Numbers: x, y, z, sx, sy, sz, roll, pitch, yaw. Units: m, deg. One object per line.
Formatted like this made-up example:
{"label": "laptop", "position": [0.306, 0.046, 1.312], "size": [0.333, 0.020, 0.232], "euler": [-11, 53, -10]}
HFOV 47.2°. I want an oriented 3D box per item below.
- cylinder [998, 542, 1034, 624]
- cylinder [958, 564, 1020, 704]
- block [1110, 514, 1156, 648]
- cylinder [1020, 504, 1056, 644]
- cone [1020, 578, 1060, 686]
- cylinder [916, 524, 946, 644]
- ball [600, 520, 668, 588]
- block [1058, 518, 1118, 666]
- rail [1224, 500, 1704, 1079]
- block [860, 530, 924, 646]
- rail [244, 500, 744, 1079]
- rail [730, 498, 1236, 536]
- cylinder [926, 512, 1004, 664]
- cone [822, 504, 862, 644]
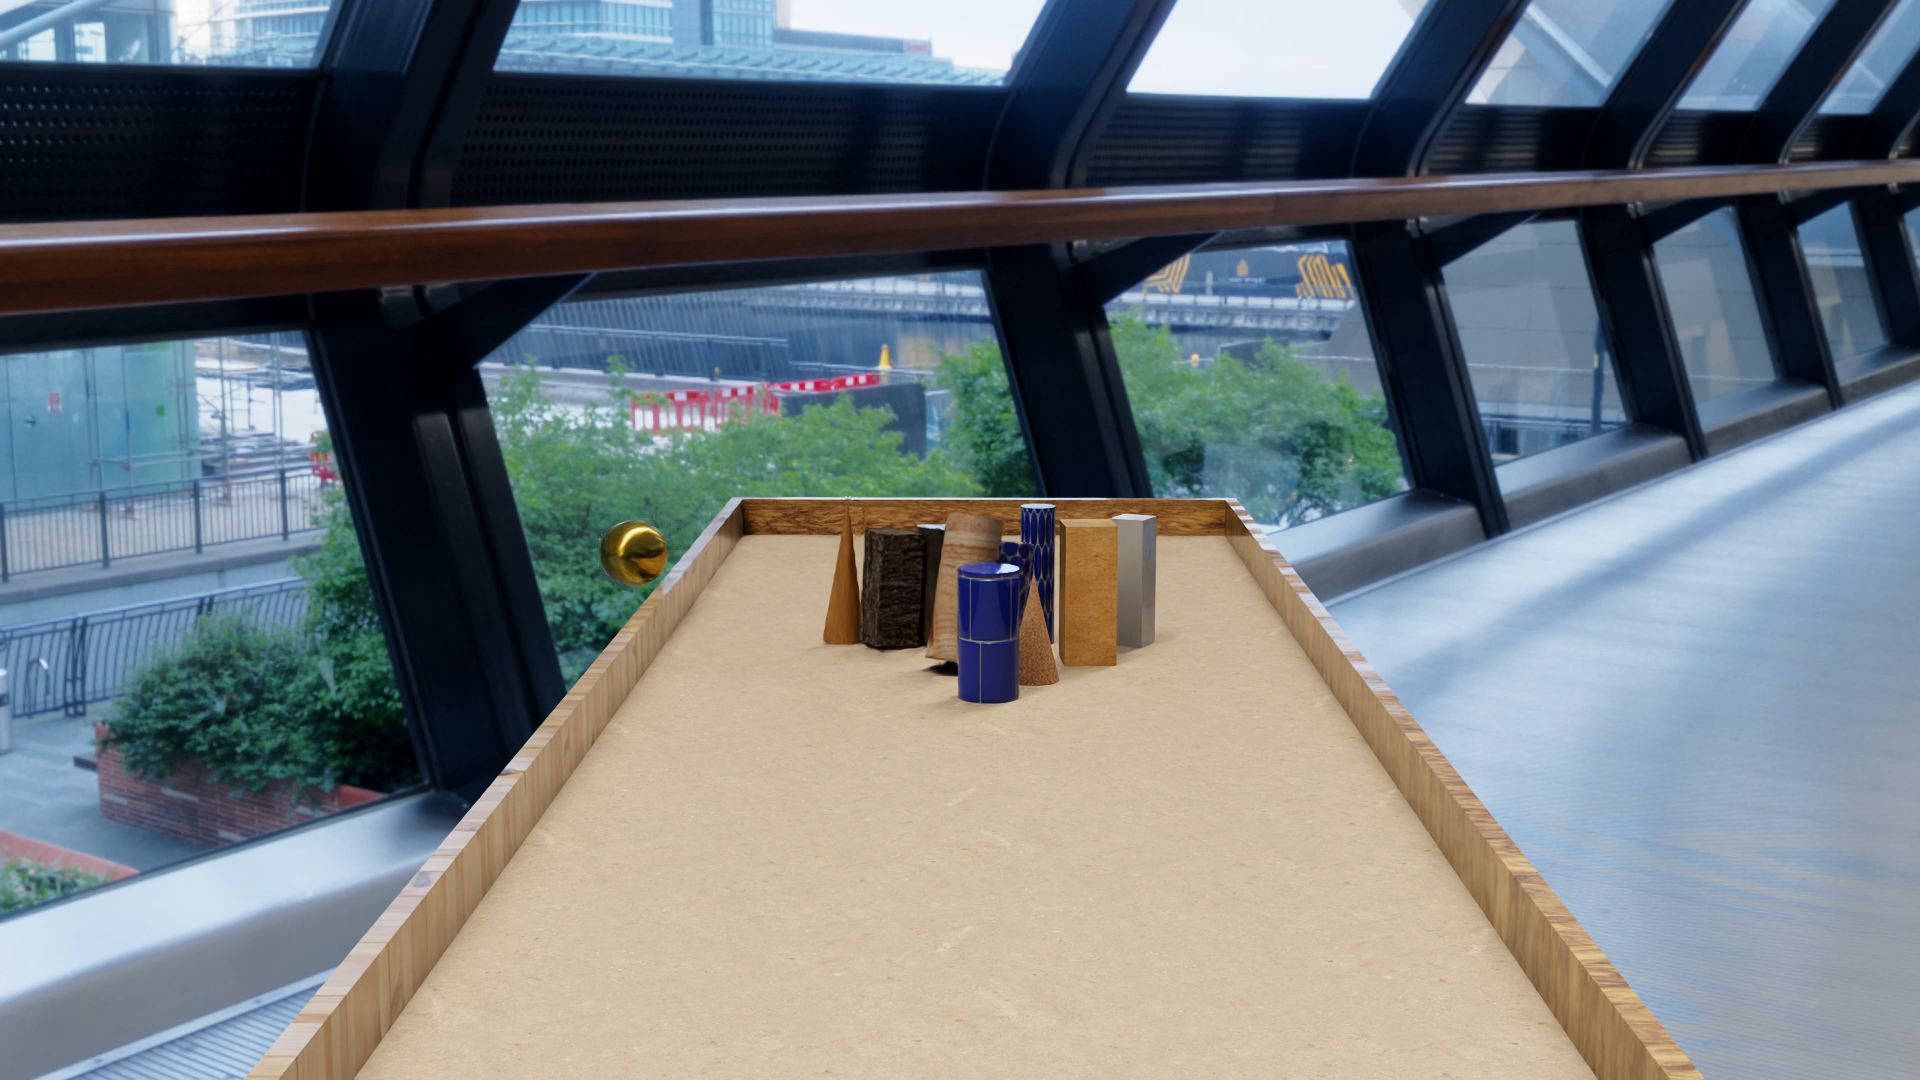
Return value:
{"label": "cylinder", "position": [0.115, 0.177, 6.710], "size": [0.179, 0.333, 0.179], "euler": [8, -5, 1]}
{"label": "cylinder", "position": [0.081, 0.261, 6.183], "size": [0.174, 0.369, 0.174], "euler": [0, 9, 0]}
{"label": "block", "position": [0.544, 0.127, 6.916], "size": [0.108, 0.403, 0.108], "euler": [5, 10, 27]}
{"label": "cylinder", "position": [0.245, 0.109, 6.928], "size": [0.108, 0.436, 0.108], "euler": [0, 9, 0]}
{"label": "cone", "position": [0.214, 0.254, 6.402], "size": [0.153, 0.315, 0.153], "euler": [0, 9, 0]}
{"label": "cylinder", "position": [-0.071, 0.139, 6.944], "size": [0.148, 0.362, 0.148], "euler": [3, 6, 0]}
{"label": "ball", "position": [-1.068, 0.044, 7.197], "size": [0.222, 0.222, 0.222], "euler": [0, 9, 0]}
{"label": "block", "position": [0.387, 0.158, 6.658], "size": [0.156, 0.424, 0.156], "euler": [-1, 9, -4]}
{"label": "rail", "position": [1.046, 0.843, 3.208], "size": [0.050, 0.150, 12.000], "euler": [0, 9, 1]}
{"label": "block", "position": [-0.214, 0.149, 6.899], "size": [0.140, 0.351, 0.140], "euler": [1, 6, -25]}
{"label": "rail", "position": [-1.004, 0.839, 3.234], "size": [0.050, 0.150, 12.000], "euler": [0, 9, 1]}
{"label": "rail", "position": [0.099, -0.098, 9.147], "size": [2.100, 0.150, 0.050], "euler": [0, 9, 1]}
{"label": "cylinder", "position": [0.014, 0.149, 6.571], "size": [0.171, 0.439, 0.171], "euler": [9, -4, 1]}
{"label": "cone", "position": [-0.361, 0.093, 6.957], "size": [0.134, 0.454, 0.134], "euler": [2, 9, 0]}
